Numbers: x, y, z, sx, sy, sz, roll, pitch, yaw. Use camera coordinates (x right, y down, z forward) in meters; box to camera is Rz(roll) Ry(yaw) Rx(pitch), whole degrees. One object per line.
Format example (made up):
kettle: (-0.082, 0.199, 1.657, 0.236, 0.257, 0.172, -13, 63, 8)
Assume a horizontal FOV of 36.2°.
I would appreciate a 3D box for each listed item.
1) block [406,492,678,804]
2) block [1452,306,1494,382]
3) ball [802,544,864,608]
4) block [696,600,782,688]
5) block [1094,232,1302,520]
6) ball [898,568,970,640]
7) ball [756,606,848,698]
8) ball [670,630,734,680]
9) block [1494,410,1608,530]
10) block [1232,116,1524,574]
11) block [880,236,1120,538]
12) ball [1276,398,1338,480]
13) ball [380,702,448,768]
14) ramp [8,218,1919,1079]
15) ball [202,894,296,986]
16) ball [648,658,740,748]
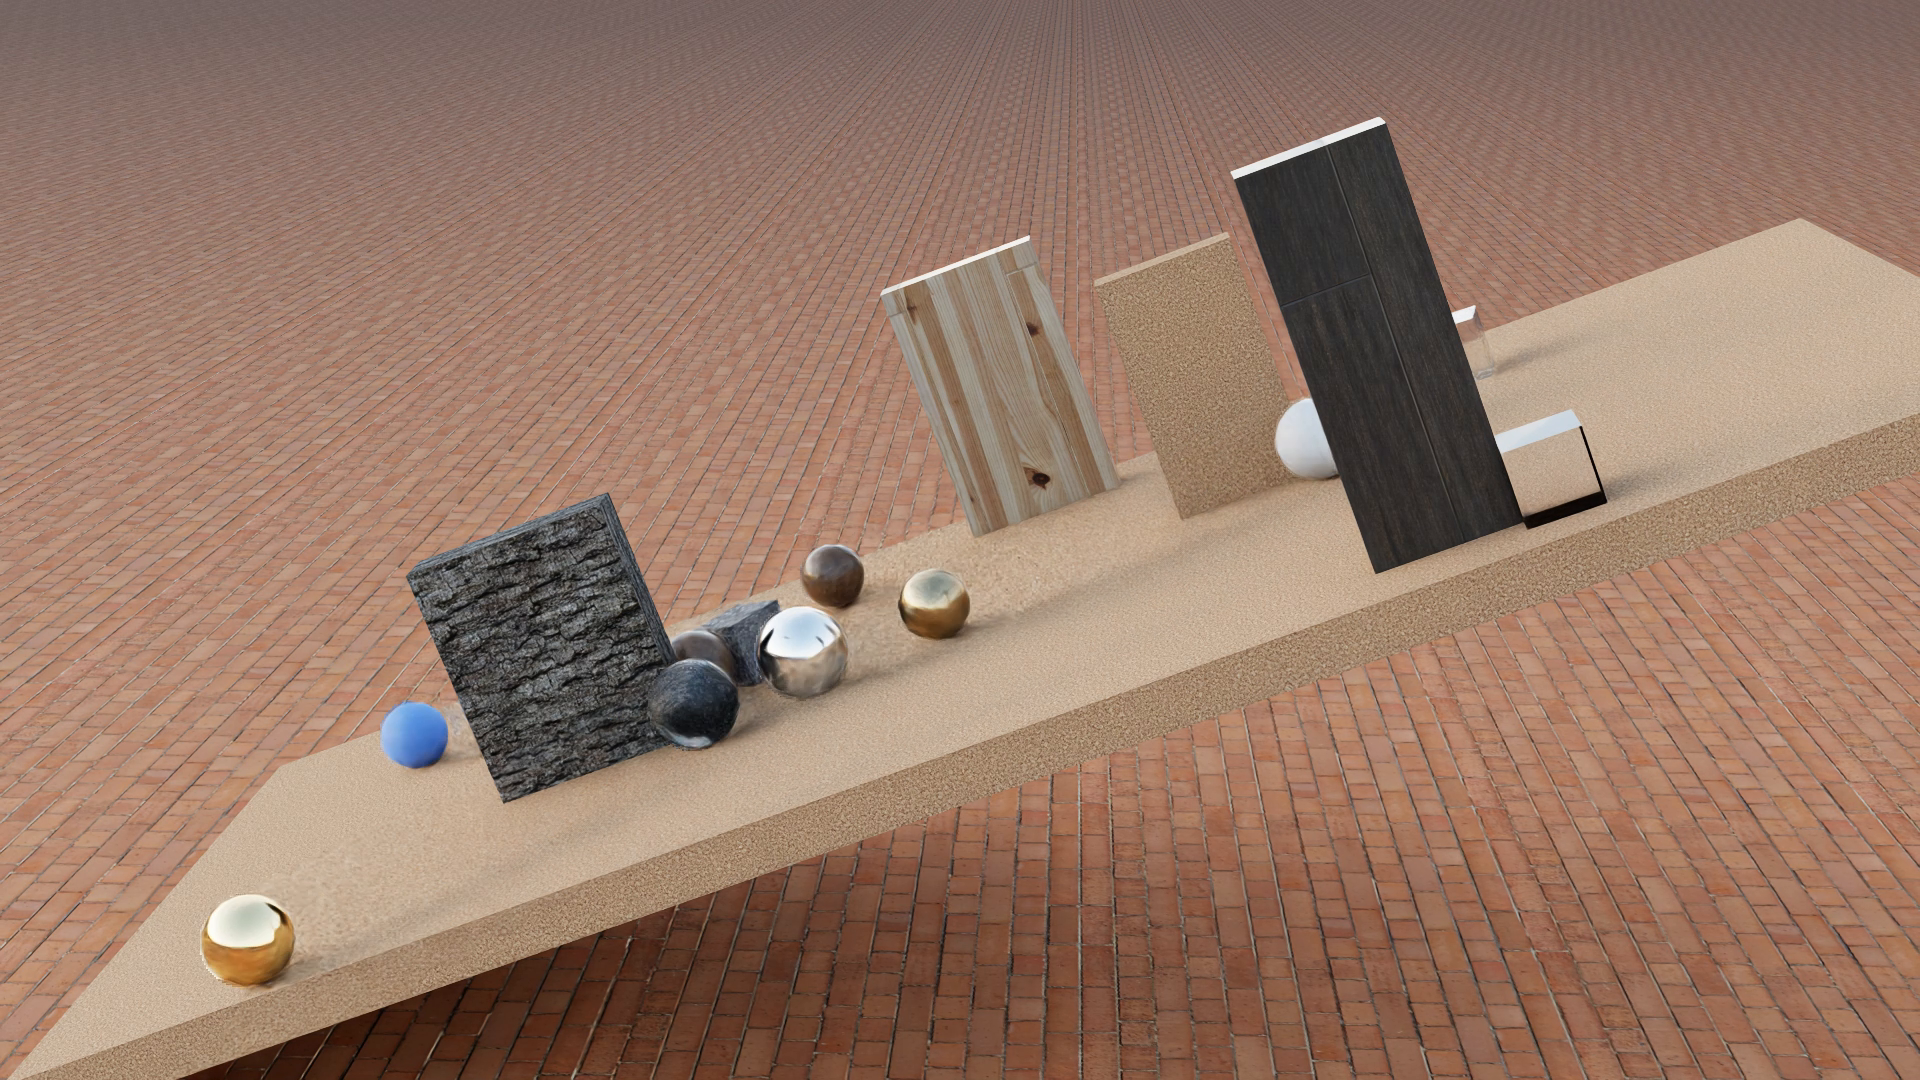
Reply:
block: (-0.852, 0.228, 6.200, 0.435, 0.528, 0.130, -20, 12, 7)
block: (1.124, -0.433, 6.696, 0.140, 0.140, 0.140, -18, 12, 17)
ball: (-0.295, 0.083, 6.832, 0.147, 0.147, 0.147, 0, 13, 0)
block: (-0.471, 0.231, 6.478, 0.143, 0.143, 0.143, -9, 17, 47)
block: (0.529, -0.355, 6.380, 0.306, 0.545, 0.100, -20, 12, 7)
ball: (-0.054, 0.136, 6.157, 0.150, 0.150, 0.150, 0, 13, 0)
ball: (-0.327, 0.232, 6.096, 0.190, 0.190, 0.190, 0, 13, 0)
ball: (-0.572, 0.280, 6.369, 0.169, 0.169, 0.169, 0, 13, 0)
block: (1.076, -0.129, 5.366, 0.151, 0.151, 0.151, -19, 12, 9)
block: (0.763, -0.353, 5.379, 0.285, 0.775, 0.125, -20, 12, 7)
block: (0.099, -0.361, 6.975, 0.372, 0.623, 0.089, -20, 12, 7)
ball: (0.760, -0.216, 6.266, 0.174, 0.174, 0.174, 0, 13, 0)
ball: (-1.267, 0.454, 6.838, 0.155, 0.155, 0.155, 0, 13, 0)
ramp: (0.118, 0.176, 6.295, 4.000, 0.100, 2.000, -20, 12, 7)
ball: (-1.344, 0.755, 5.553, 0.173, 0.173, 0.173, 0, 13, 0)
ball: (-0.545, 0.335, 6.027, 0.185, 0.185, 0.185, 0, 13, 0)
